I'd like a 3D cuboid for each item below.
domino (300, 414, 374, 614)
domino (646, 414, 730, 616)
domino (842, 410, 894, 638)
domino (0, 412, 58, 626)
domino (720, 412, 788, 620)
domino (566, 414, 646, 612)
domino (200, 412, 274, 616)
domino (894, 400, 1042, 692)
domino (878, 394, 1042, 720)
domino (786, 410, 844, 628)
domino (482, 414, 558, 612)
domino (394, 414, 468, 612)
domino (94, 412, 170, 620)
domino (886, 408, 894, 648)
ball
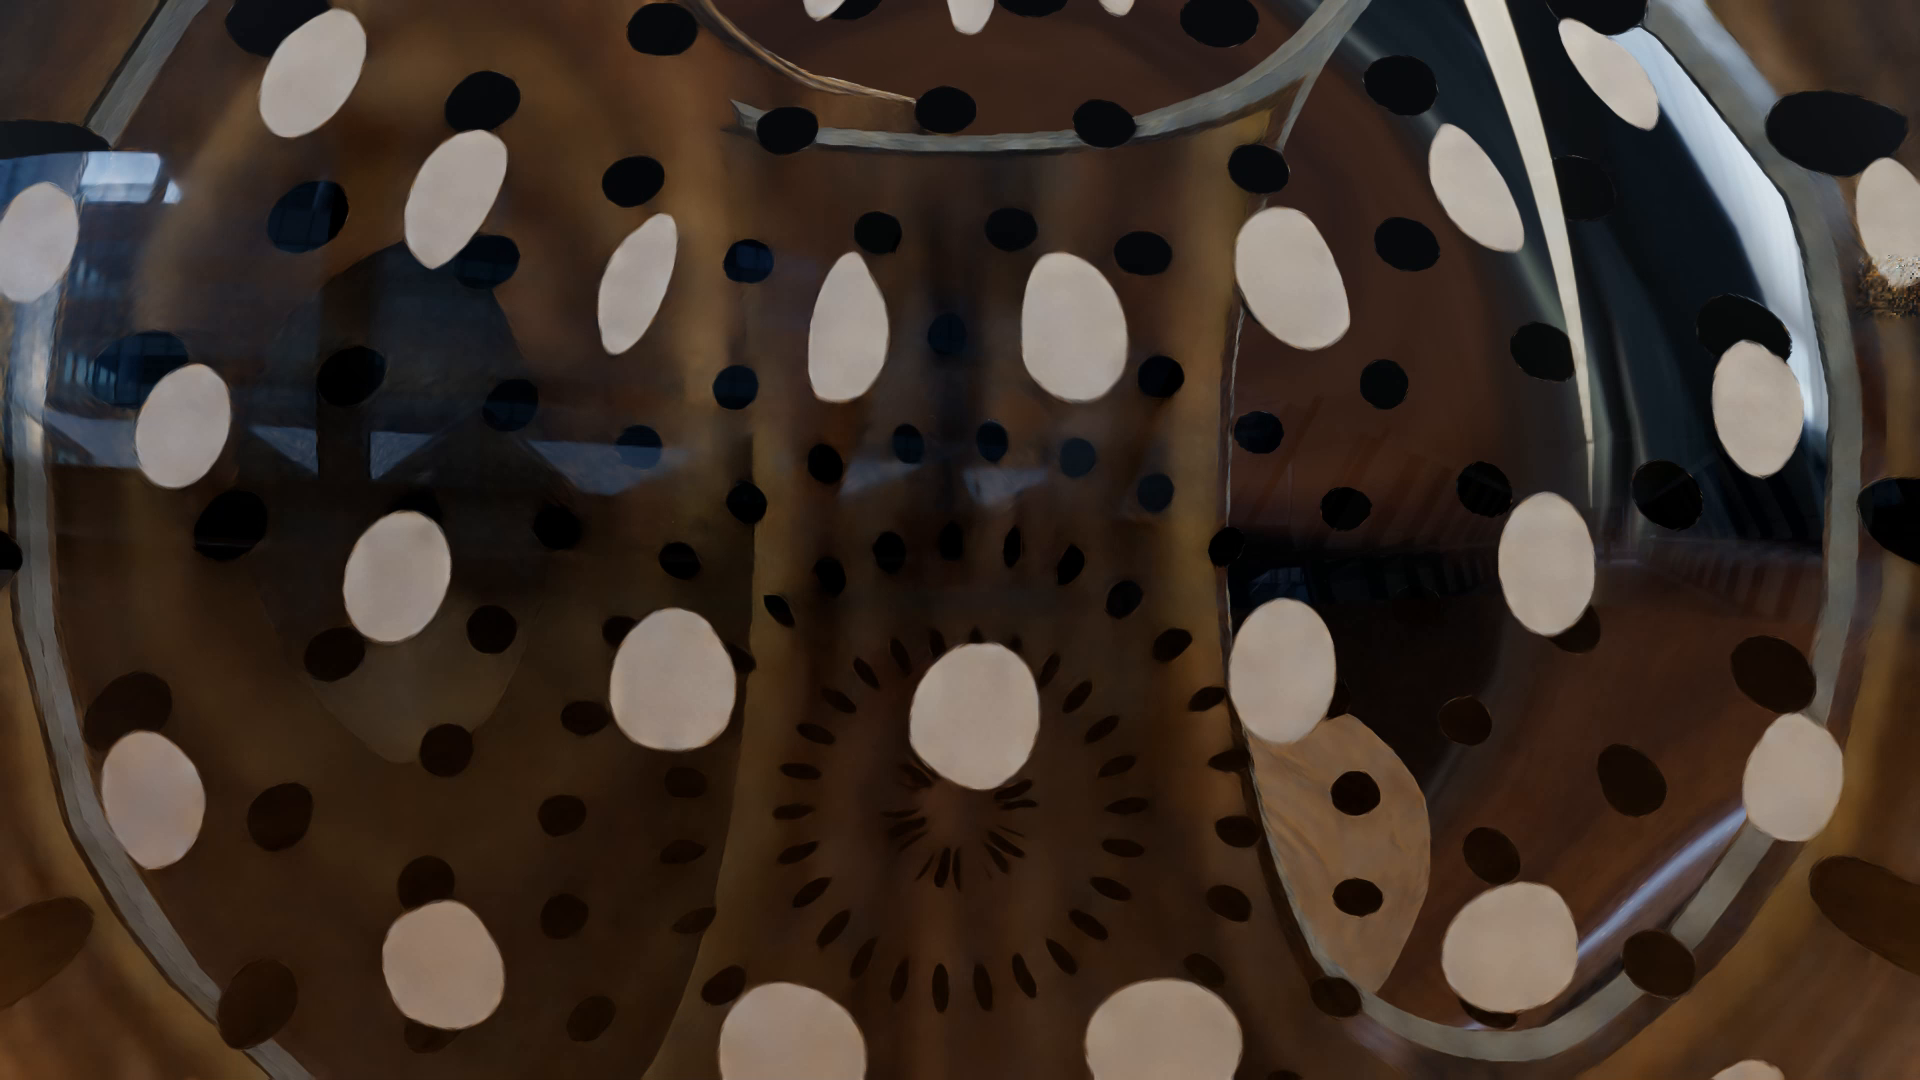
[{"bbox_3d":[-0.162,-0.007,0.333,0.009,0.050,0.025,-1,4,-11],"label":"domino"},{"bbox_3d":[-0.069,-0.007,0.330,0.009,0.050,0.025,1,5,18],"label":"domino"},{"bbox_3d":[-0.013,-0.004,0.290,0.025,0.050,0.010,-3,5,-35],"label":"domino"},{"bbox_3d":[-0.227,-0.006,0.310,0.009,0.050,0.025,-2,5,-27],"label":"domino"},{"bbox_3d":[-0.048,-0.006,0.321,0.009,0.050,0.025,2,5,28],"label":"domino"},{"bbox_3d":[-0.092,-0.008,0.335,0.009,0.050,0.025,1,4,10],"label":"domino"},{"bbox_3d":[-0.184,-0.007,0.328,0.009,0.050,0.025,-1,4,-17],"label":"domino"},{"bbox_3d":[0.002,0.001,0.224,0.025,0.050,0.009,0,4,4],"label":"domino"},{"bbox_3d":[0.000,0.002,0.201,0.025,0.050,0.009,0,4,0],"label":"domino"},{"bbox_3d":[-0.029,-0.006,0.307,0.009,0.050,0.025,4,6,41],"label":"domino"},{"bbox_3d":[-0.115,-0.008,0.337,0.009,0.050,0.025,0,4,1],"label":"domino"},{"bbox_3d":[-0.139,-0.008,0.337,0.009,0.050,0.025,0,4,-5],"label":"domino"},{"bbox_3d":[-0.206,-0.006,0.320,0.009,0.050,0.025,-2,5,-22],"label":"domino"},{"bbox_3d":[-0.002,-0.003,0.270,0.025,0.050,0.009,-2,5,-21],"label":"domino"},{"bbox_3d":[0.000,-0.002,0.056,0.080,0.080,0.080,0,4,0],"label":"ball"}]
